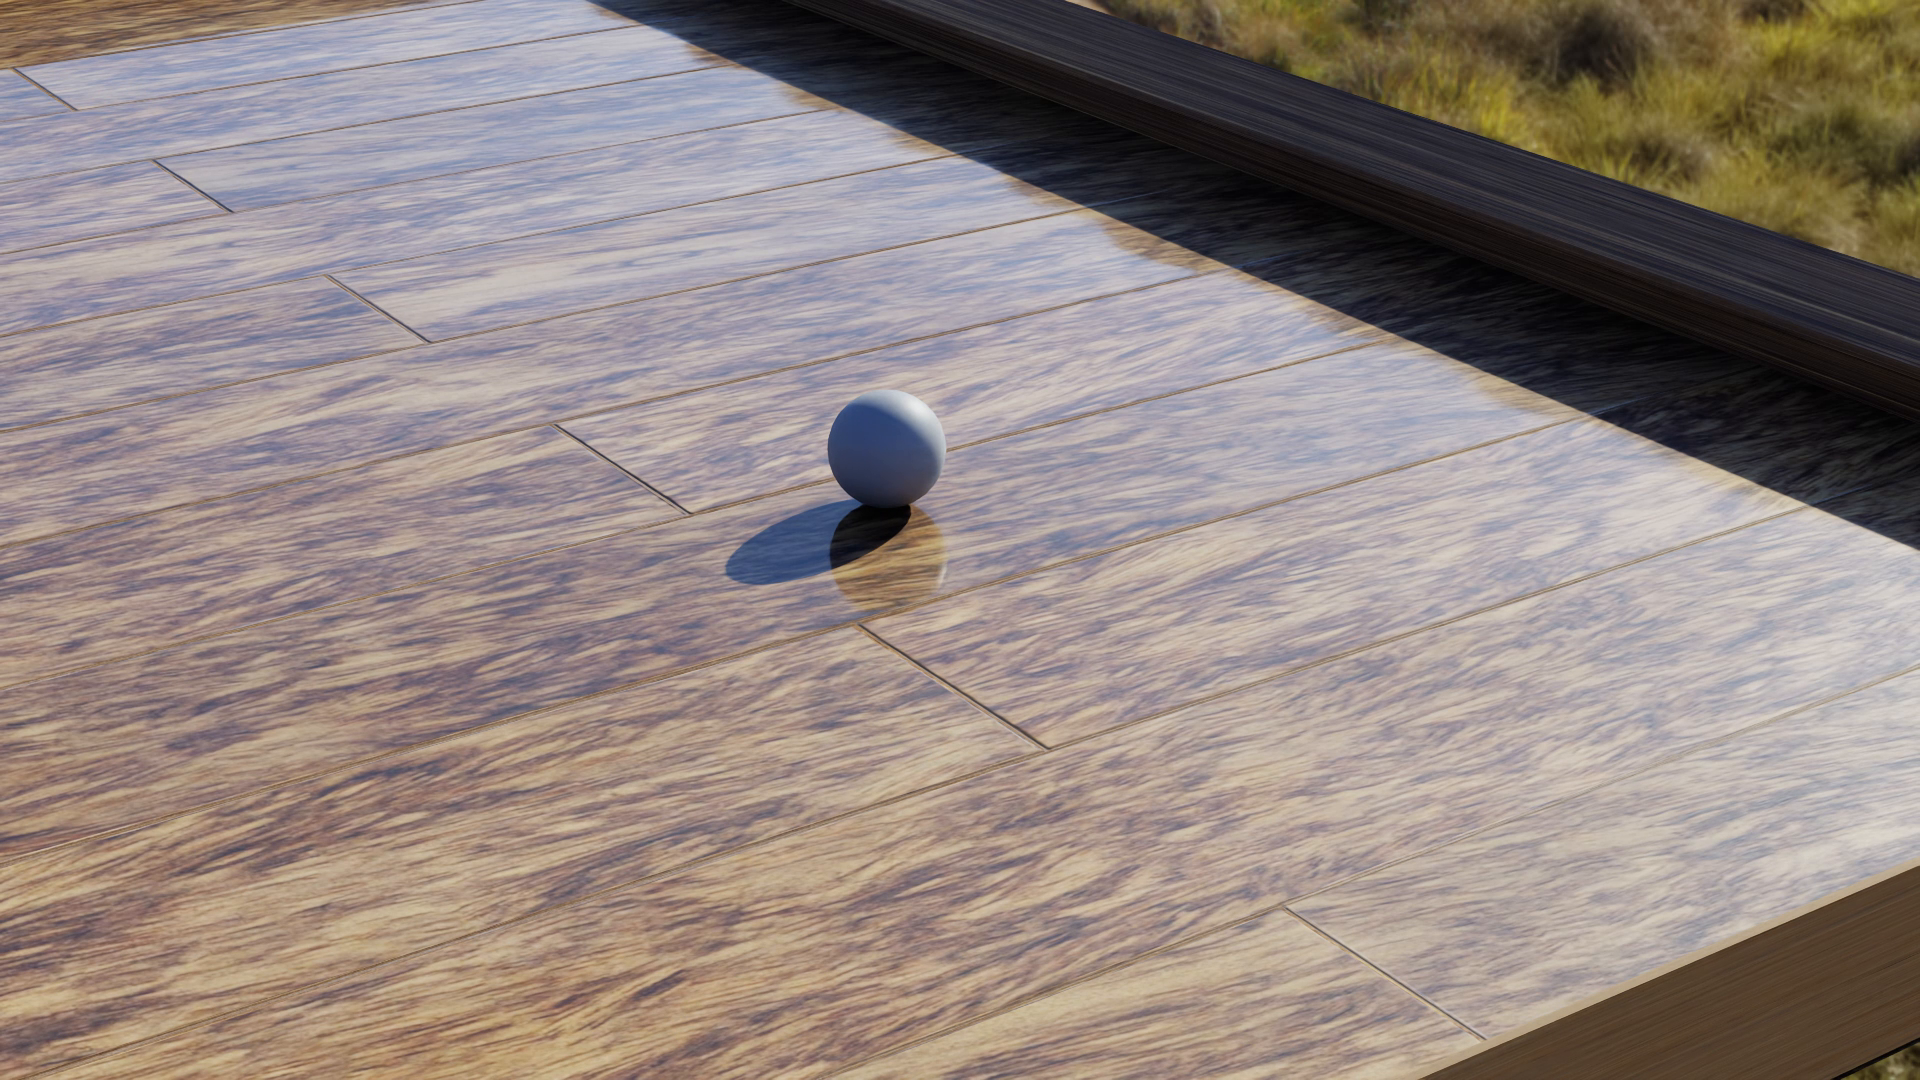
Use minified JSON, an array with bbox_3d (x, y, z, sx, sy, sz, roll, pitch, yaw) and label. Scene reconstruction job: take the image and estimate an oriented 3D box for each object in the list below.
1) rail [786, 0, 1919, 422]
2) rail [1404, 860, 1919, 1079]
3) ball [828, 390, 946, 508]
[{"bbox_3d":[0.257,-0.493,3.327,0.045,0.127,3.325,-15,28,-31],"label":"rail"},{"bbox_3d":[0.454,0.246,1.634,1.798,0.127,0.045,-15,28,-31],"label":"rail"},{"bbox_3d":[-0.060,-0.074,2.407,0.097,0.097,0.097,0,24,0],"label":"ball"}]
